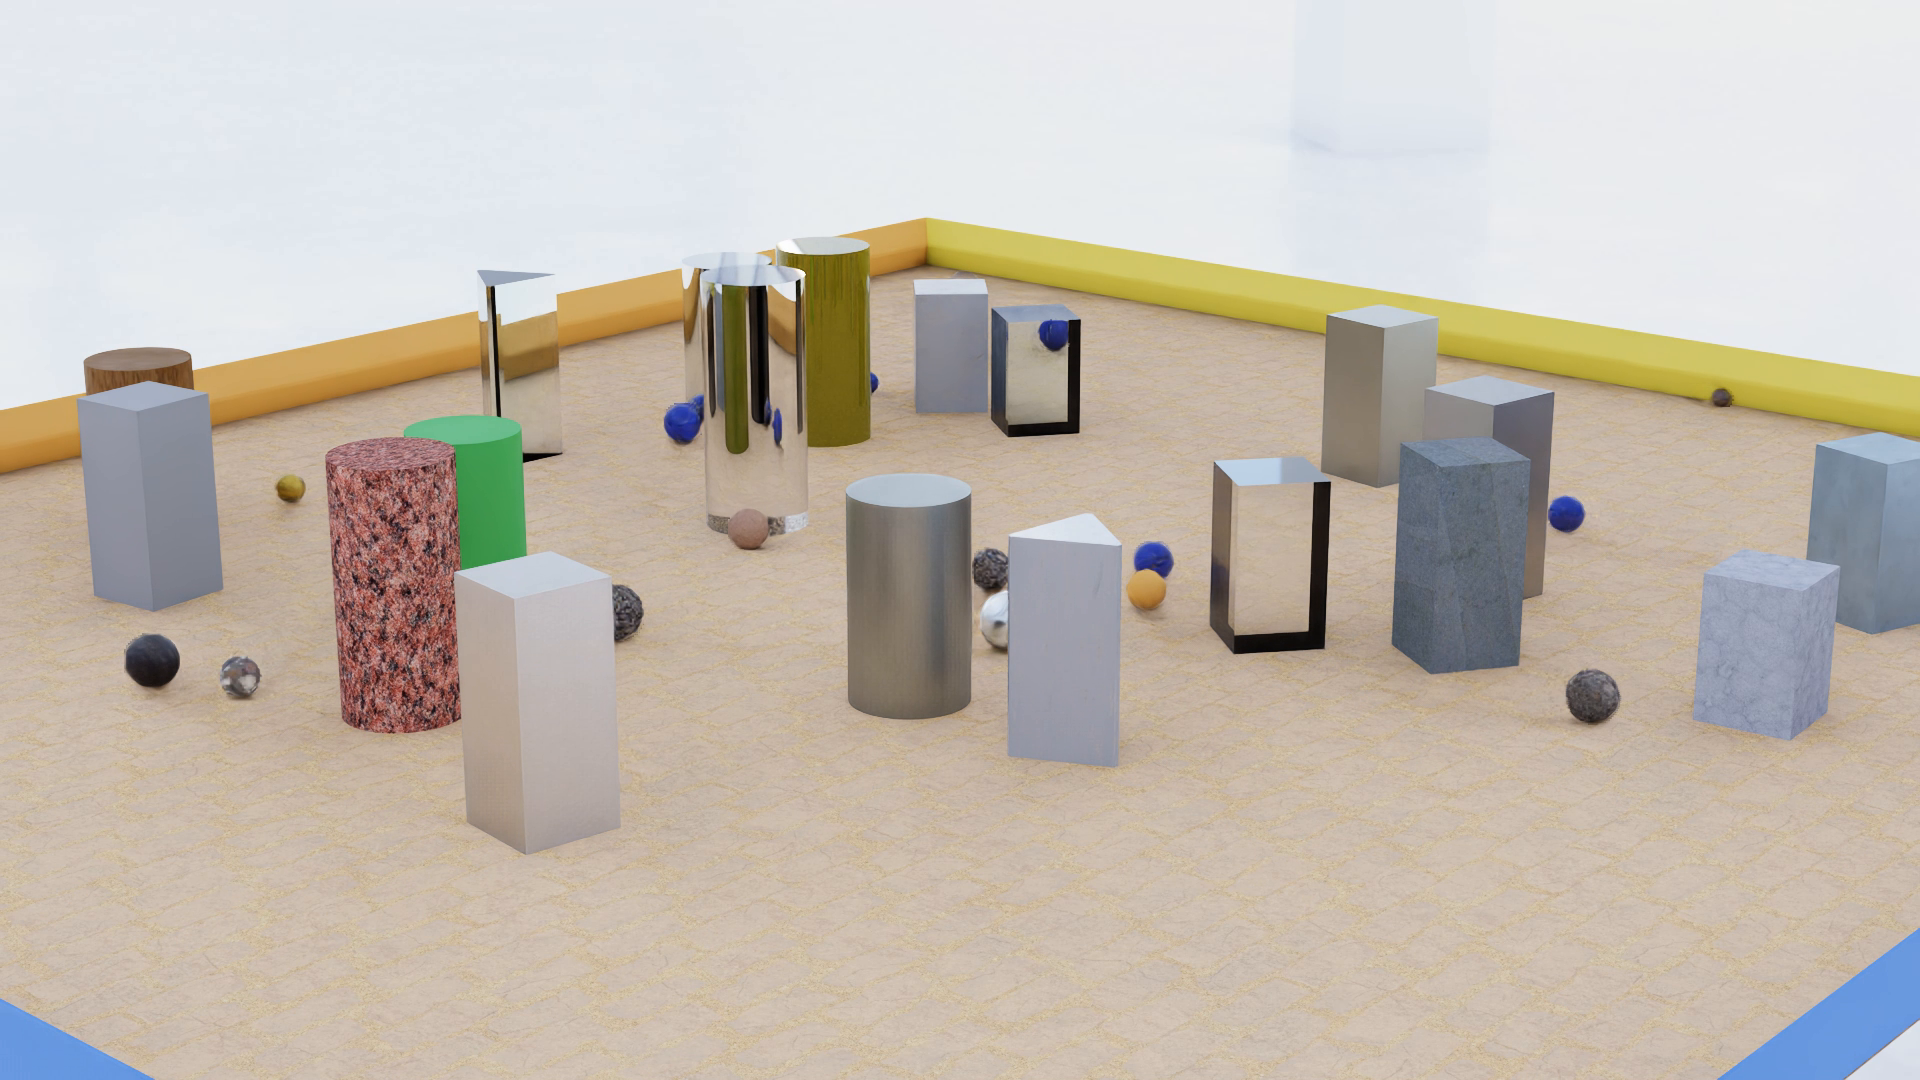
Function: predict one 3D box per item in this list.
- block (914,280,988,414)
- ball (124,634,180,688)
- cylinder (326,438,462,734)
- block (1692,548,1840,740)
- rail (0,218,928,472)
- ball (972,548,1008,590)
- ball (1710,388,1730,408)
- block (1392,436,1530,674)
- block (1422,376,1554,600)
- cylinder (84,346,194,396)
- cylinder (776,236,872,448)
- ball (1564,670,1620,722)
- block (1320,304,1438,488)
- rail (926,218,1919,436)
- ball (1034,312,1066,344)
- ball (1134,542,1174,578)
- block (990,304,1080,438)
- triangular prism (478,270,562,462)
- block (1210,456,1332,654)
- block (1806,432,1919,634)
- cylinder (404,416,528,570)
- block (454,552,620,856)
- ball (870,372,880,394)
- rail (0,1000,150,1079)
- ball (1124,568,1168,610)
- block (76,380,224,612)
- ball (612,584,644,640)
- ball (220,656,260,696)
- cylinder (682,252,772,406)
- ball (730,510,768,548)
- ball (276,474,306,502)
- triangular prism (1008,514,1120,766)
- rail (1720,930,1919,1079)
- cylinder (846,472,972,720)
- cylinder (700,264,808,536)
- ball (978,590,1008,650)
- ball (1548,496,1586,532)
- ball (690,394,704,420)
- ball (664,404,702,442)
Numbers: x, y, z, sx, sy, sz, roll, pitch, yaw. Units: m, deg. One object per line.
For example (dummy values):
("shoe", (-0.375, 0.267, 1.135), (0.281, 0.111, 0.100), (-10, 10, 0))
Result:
("block", (-0.021, -0.424, 6.400), (0.156, 0.262, 0.156), (-1, 17, -2))
("ball", (-1.284, 0.192, 4.663), (0.085, 0.085, 0.085), (0, 17, 0))
("cylinder", (-0.863, 0.068, 4.502), (0.194, 0.416, 0.194), (0, 17, 0))
("block", (1.240, 0.159, 4.508), (0.156, 0.238, 0.156), (12, 20, 34))
("rail", (-1.473, -0.338, 6.344), (0.045, 0.126, 4.269), (14, 22, 39))
("ball", (0.055, 0.052, 5.149), (0.073, 0.073, 0.073), (0, 17, 0))
("ball", (1.661, -0.310, 6.402), (0.043, 0.043, 0.043), (0, 17, 0))
("block", (0.813, 0.023, 4.770), (0.156, 0.347, 0.156), (-5, 17, -15))
("block", (0.910, -0.083, 5.090), (0.156, 0.365, 0.156), (-13, 21, -37))
("cylinder", (-1.526, -0.181, 5.486), (0.194, 0.324, 0.194), (0, 17, 0))
("cylinder", (-0.284, -0.415, 6.119), (0.194, 0.406, 0.194), (0, 17, 0))
("ball", (0.973, 0.240, 4.512), (0.082, 0.082, 0.082), (0, 17, 0))
("block", (0.836, -0.288, 5.844), (0.156, 0.323, 0.156), (-13, 21, -37))
("rail", (1.384, -0.429, 6.646), (3.948, 0.126, 0.045), (14, 22, 39))
("ball", (0.214, -0.505, 6.984), (0.079, 0.079, 0.079), (0, 17, 0))
("ball", (0.343, 0.039, 5.195), (0.071, 0.071, 0.071), (0, 17, 0))
("block", (0.160, -0.360, 6.214), (0.156, 0.246, 0.156), (-4, 17, -12))
("triangular prism", (-0.929, -0.356, 5.977), (0.146, 0.375, 0.168), (16, 23, 43))
("block", (0.513, 0.024, 4.868), (0.156, 0.288, 0.156), (-3, 17, -10))
("block", (1.556, -0.013, 4.979), (0.156, 0.296, 0.156), (-10, 19, -30))
("cylinder", (-0.830, -0.023, 4.940), (0.194, 0.337, 0.194), (0, 17, 0))
("block", (-0.585, 0.224, 4.067), (0.156, 0.369, 0.156), (-14, 22, -38))
("ball", (-0.204, -0.350, 6.523), (0.049, 0.049, 0.049), (0, 17, 0))
("rail", (-1.384, 0.492, 3.594), (3.948, 0.126, 0.045), (14, 22, 39))
("ball", (0.321, 0.085, 5.046), (0.074, 0.074, 0.074), (0, 17, 0))
("block", (-1.404, -0.078, 5.090), (0.156, 0.355, 0.156), (11, 20, 33))
("ball", (-0.575, 0.120, 4.888), (0.093, 0.093, 0.093), (0, 17, 0))
("ball", (-1.135, 0.215, 4.623), (0.064, 0.064, 0.064), (0, 17, 0))
("cylinder", (-0.503, -0.449, 6.377), (0.194, 0.323, 0.194), (0, 17, 0))
("ball", (-0.388, -0.021, 5.390), (0.069, 0.069, 0.069), (0, 17, 0))
("ball", (-1.297, -0.101, 5.685), (0.055, 0.055, 0.055), (0, 17, 0))
("triangular prism", (0.172, 0.144, 4.376), (0.168, 0.343, 0.146), (5, 17, 16))
("rail", (1.473, 0.401, 3.896), (0.045, 0.126, 4.269), (14, 22, 39))
("cylinder", (-0.079, 0.086, 4.571), (0.194, 0.342, 0.194), (0, 17, 0))
("cylinder", (-0.384, -0.262, 5.492), (0.194, 0.476, 0.194), (0, 17, 0))
("ball", (0.080, 0.132, 4.841), (0.097, 0.097, 0.097), (0, 17, 0))
("ball", (1.135, -0.049, 5.489), (0.069, 0.069, 0.069), (0, 17, 0))
("ball", (-0.553, -0.287, 6.302), (0.055, 0.055, 0.055), (0, 17, 0))
("ball", (-0.579, -0.244, 6.120), (0.078, 0.078, 0.078), (0, 17, 0))
